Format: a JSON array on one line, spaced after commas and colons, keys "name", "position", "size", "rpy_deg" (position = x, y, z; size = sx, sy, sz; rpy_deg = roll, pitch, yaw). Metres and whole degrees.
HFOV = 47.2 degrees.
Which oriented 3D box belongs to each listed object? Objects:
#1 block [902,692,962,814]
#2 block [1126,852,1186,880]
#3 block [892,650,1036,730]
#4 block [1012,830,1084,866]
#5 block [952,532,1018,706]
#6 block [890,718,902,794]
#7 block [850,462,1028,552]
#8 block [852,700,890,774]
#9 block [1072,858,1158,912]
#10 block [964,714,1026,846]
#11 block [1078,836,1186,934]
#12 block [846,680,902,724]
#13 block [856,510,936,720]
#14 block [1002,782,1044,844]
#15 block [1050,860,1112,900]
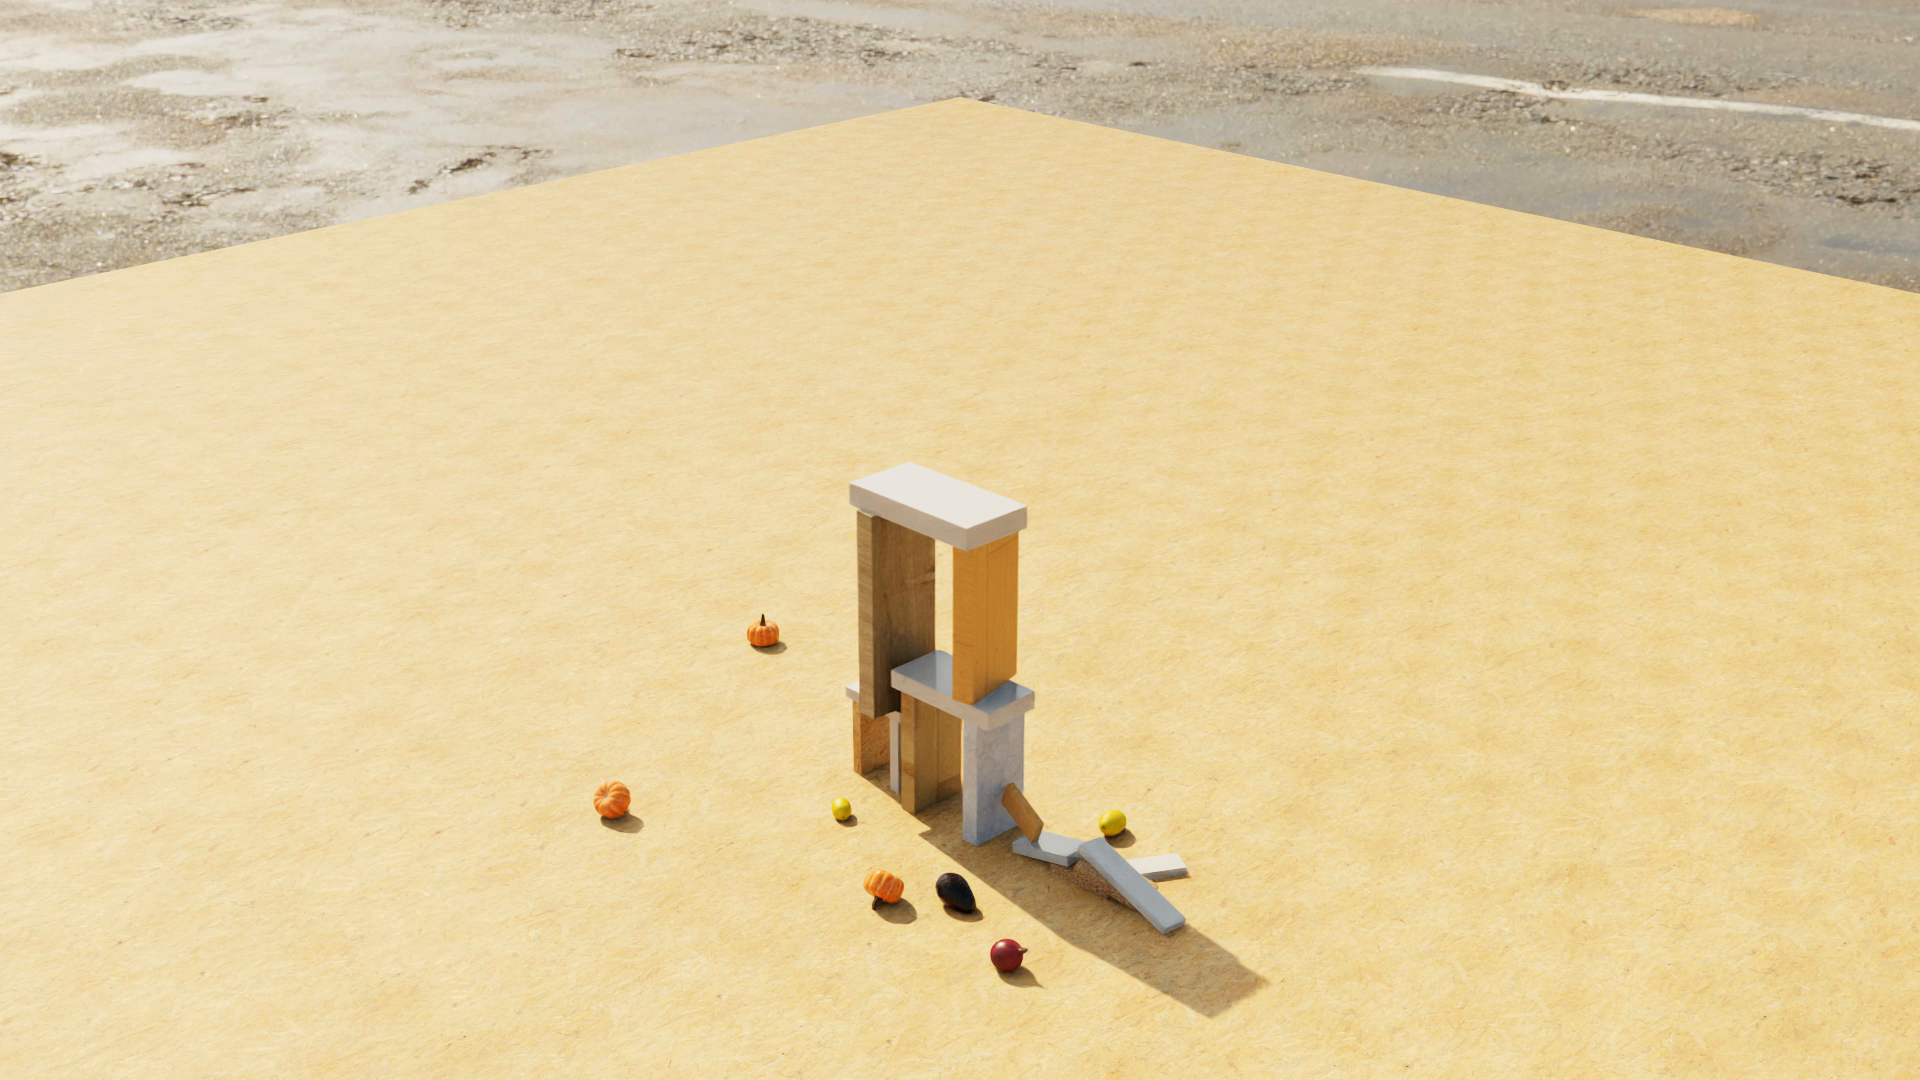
[{"name": "block", "position": [-0.057, 0.410, 4.452], "size": [0.133, 0.266, 0.038], "rpy_deg": [-21, 32, -41]}, {"name": "block", "position": [0.376, 0.633, 4.250], "size": [0.112, 0.016, 0.056], "rpy_deg": [-6, 24, -13]}, {"name": "block", "position": [0.005, 0.294, 4.337], "size": [0.266, 0.038, 0.133], "rpy_deg": [21, 31, 40]}, {"name": "block", "position": [0.180, 0.599, 4.284], "size": [0.073, 0.021, 0.146], "rpy_deg": [-21, 19, -41]}, {"name": "block", "position": [0.050, 0.137, 4.240], "size": [0.046, 0.327, 0.163], "rpy_deg": [14, 27, 30]}, {"name": "block", "position": [-0.105, 0.431, 4.531], "size": [0.024, 0.167, 0.083], "rpy_deg": [22, 31, 40]}, {"name": "block", "position": [-0.044, -0.067, 4.245], "size": [0.163, 0.046, 0.327], "rpy_deg": [-21, 31, -40]}, {"name": "block", "position": [-0.185, 0.400, 4.604], "size": [0.083, 0.167, 0.024], "rpy_deg": [-21, 31, -40]}, {"name": "block", "position": [0.295, 0.642, 4.163], "size": [0.146, 0.021, 0.073], "rpy_deg": [28, 36, 23]}, {"name": "block", "position": [0.067, 0.458, 4.340], "size": [0.133, 0.266, 0.038], "rpy_deg": [-21, 31, -40]}, {"name": "block", "position": [0.322, 0.647, 4.132], "size": [0.056, 0.016, 0.249], "rpy_deg": [-16, 42, -36]}, {"name": "block", "position": [-0.149, 0.326, 4.534], "size": [0.083, 0.024, 0.167], "rpy_deg": [-21, 31, -40]}, {"name": "block", "position": [-0.126, 0.131, 4.402], "size": [0.163, 0.441, 0.046], "rpy_deg": [-19, 30, -37]}, {"name": "block", "position": [0.122, 0.534, 4.307], "size": [0.016, 0.056, 0.112], "rpy_deg": [-17, 52, -30]}, {"name": "block", "position": [0.252, 0.642, 4.222], "size": [0.146, 0.021, 0.073], "rpy_deg": [21, 31, 40]}]
